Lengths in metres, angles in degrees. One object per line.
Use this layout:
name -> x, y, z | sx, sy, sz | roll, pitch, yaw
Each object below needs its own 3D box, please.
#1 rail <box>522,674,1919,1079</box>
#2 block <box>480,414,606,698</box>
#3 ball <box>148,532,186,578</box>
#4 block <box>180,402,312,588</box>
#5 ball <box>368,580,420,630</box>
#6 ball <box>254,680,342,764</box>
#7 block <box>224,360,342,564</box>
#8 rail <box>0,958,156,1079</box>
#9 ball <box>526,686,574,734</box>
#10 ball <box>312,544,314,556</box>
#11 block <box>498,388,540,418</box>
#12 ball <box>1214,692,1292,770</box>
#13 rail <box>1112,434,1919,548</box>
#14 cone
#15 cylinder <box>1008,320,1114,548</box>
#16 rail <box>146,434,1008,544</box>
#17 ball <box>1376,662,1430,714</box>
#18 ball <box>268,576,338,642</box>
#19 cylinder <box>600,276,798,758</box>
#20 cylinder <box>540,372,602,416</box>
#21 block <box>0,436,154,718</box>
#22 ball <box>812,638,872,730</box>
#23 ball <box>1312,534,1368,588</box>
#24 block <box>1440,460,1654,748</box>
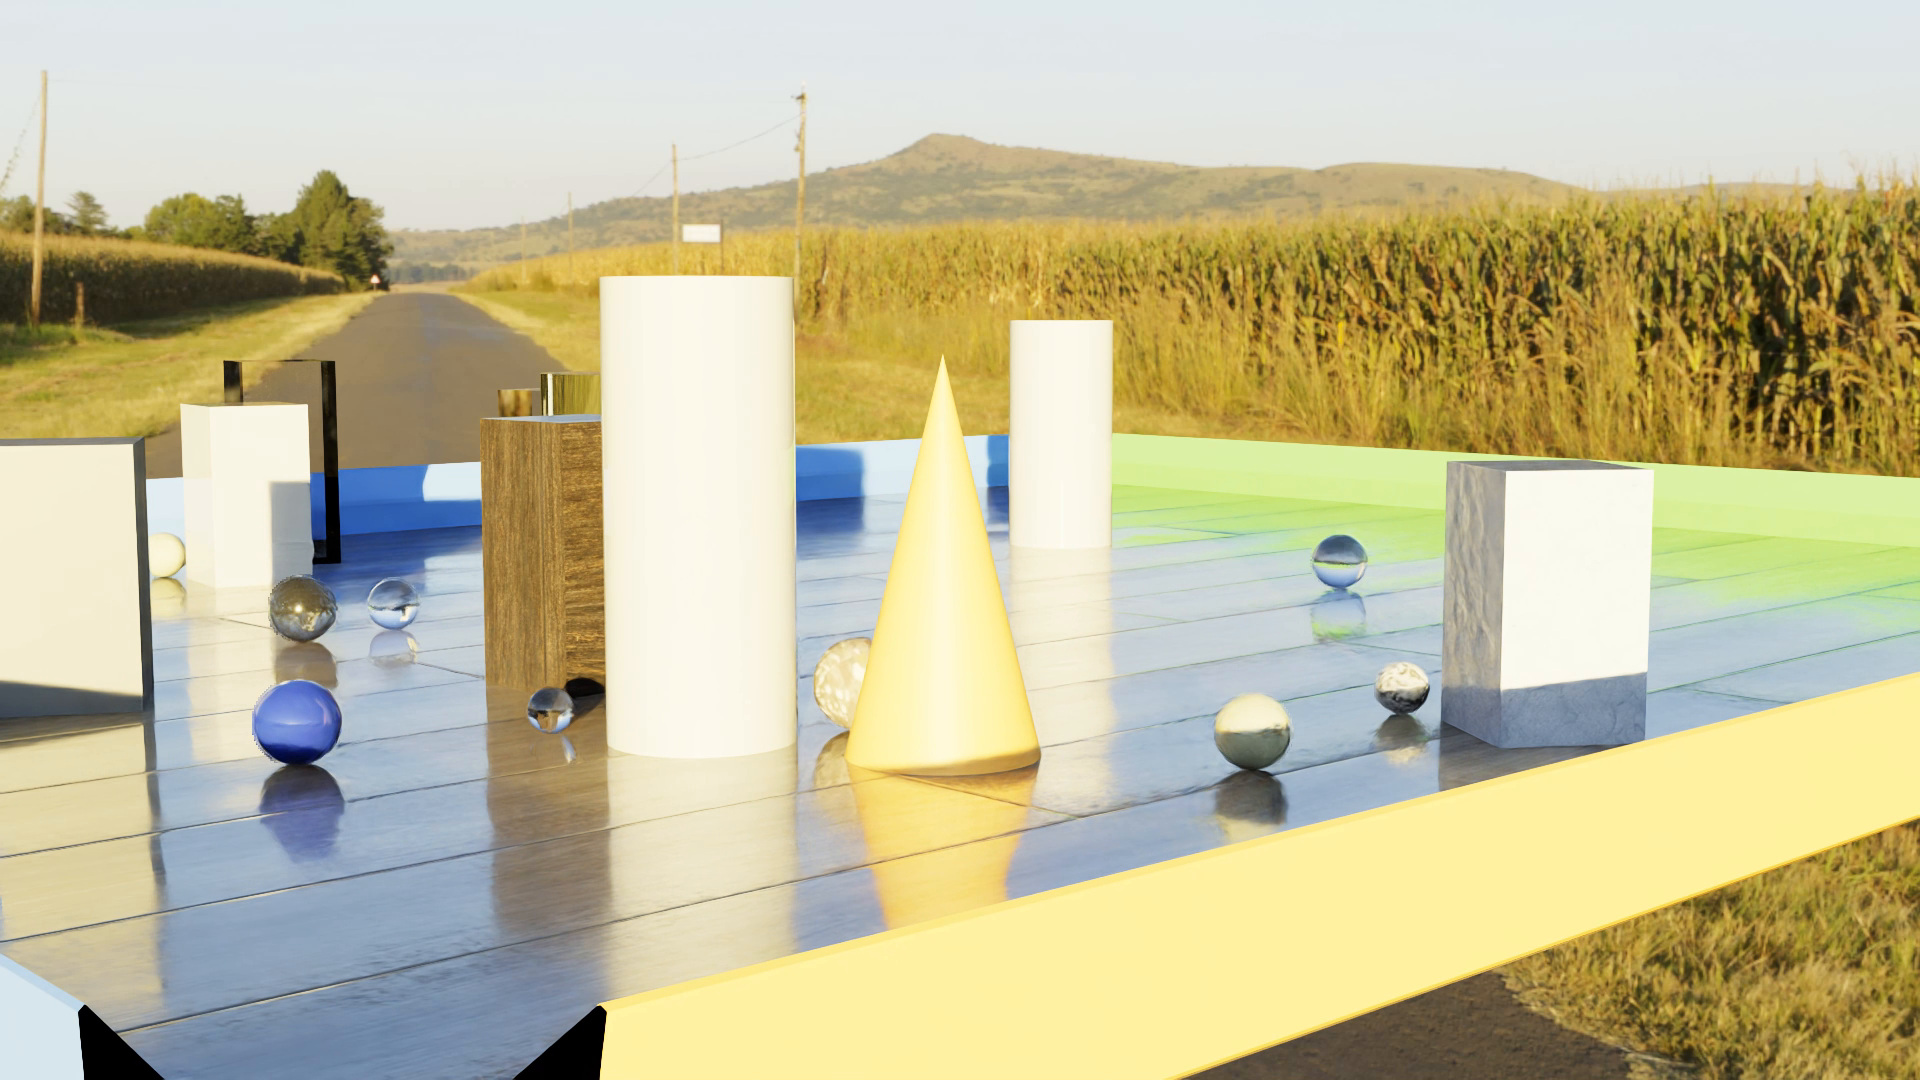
rail -> 1.075, 0.154, 2.173 | 3.761, 0.129, 0.045 | -5, 8, -42
block -> -0.457, 0.013, 2.624 | 0.159, 0.318, 0.159 | 5, 8, 42
ball -> -1.335, 0.024, 3.682 | 0.077, 0.077, 0.077 | 0, 6, 0
block -> -1.180, -0.079, 3.636 | 0.159, 0.291, 0.159 | -4, 7, -35
ball -> -0.794, 0.090, 3.079 | 0.071, 0.071, 0.071 | 0, 6, 0
ball -> -0.651, 0.179, 2.163 | 0.084, 0.084, 0.084 | 0, 6, 0
block -> -1.205, -0.140, 3.907 | 0.159, 0.357, 0.159 | -3, 7, -29
rail -> -1.365, 0.164, 2.079 | 0.045, 0.129, 3.219 | -5, 8, -42
ball -> -0.433, 0.180, 2.324 | 0.050, 0.050, 0.050 | 0, 6, 0
ball -> -1.154, 0.018, 3.825 | 0.060, 0.060, 0.060 | 0, 6, 0
block -> -0.713, -0.119, 3.954 | 0.159, 0.304, 0.159 | 4, 7, 31
ball -> 0.284, 0.186, 2.139 | 0.075, 0.075, 0.075 | 0, 6, 0
rail -> 1.365, -0.097, 4.584 | 0.045, 0.129, 3.219 | -5, 8, -42
cone -> -0.017, 0.016, 2.191 | 0.198, 0.402, 0.198 | 0, 6, 0
cylinder -> 0.193, -0.206, 4.205 | 0.198, 0.426, 0.198 | 0, 6, 0
rail -> -1.075, -0.087, 4.491 | 3.761, 0.129, 0.045 | -5, 8, -42
ball -> 0.489, 0.164, 2.433 | 0.058, 0.058, 0.058 | 0, 6, 0
ball -> -0.887, 0.093, 2.969 | 0.088, 0.088, 0.088 | 0, 6, 0
cylinder -> -0.268, -0.030, 2.269 | 0.198, 0.478, 0.198 | 0, 6, 0
cylinder -> -0.494, -0.059, 3.131 | 0.198, 0.357, 0.198 | 0, 6, 0
block -> -1.009, 0.037, 2.493 | 0.159, 0.298, 0.159 | -2, 6, -16
ball -> -0.107, 0.153, 2.339 | 0.099, 0.099, 0.099 | 0, 6, 0
ball -> 0.610, 0.034, 3.536 | 0.088, 0.088, 0.088 | 0, 6, 0
block -> 0.616, 0.062, 2.322 | 0.159, 0.283, 0.159 | -1, 6, -9
